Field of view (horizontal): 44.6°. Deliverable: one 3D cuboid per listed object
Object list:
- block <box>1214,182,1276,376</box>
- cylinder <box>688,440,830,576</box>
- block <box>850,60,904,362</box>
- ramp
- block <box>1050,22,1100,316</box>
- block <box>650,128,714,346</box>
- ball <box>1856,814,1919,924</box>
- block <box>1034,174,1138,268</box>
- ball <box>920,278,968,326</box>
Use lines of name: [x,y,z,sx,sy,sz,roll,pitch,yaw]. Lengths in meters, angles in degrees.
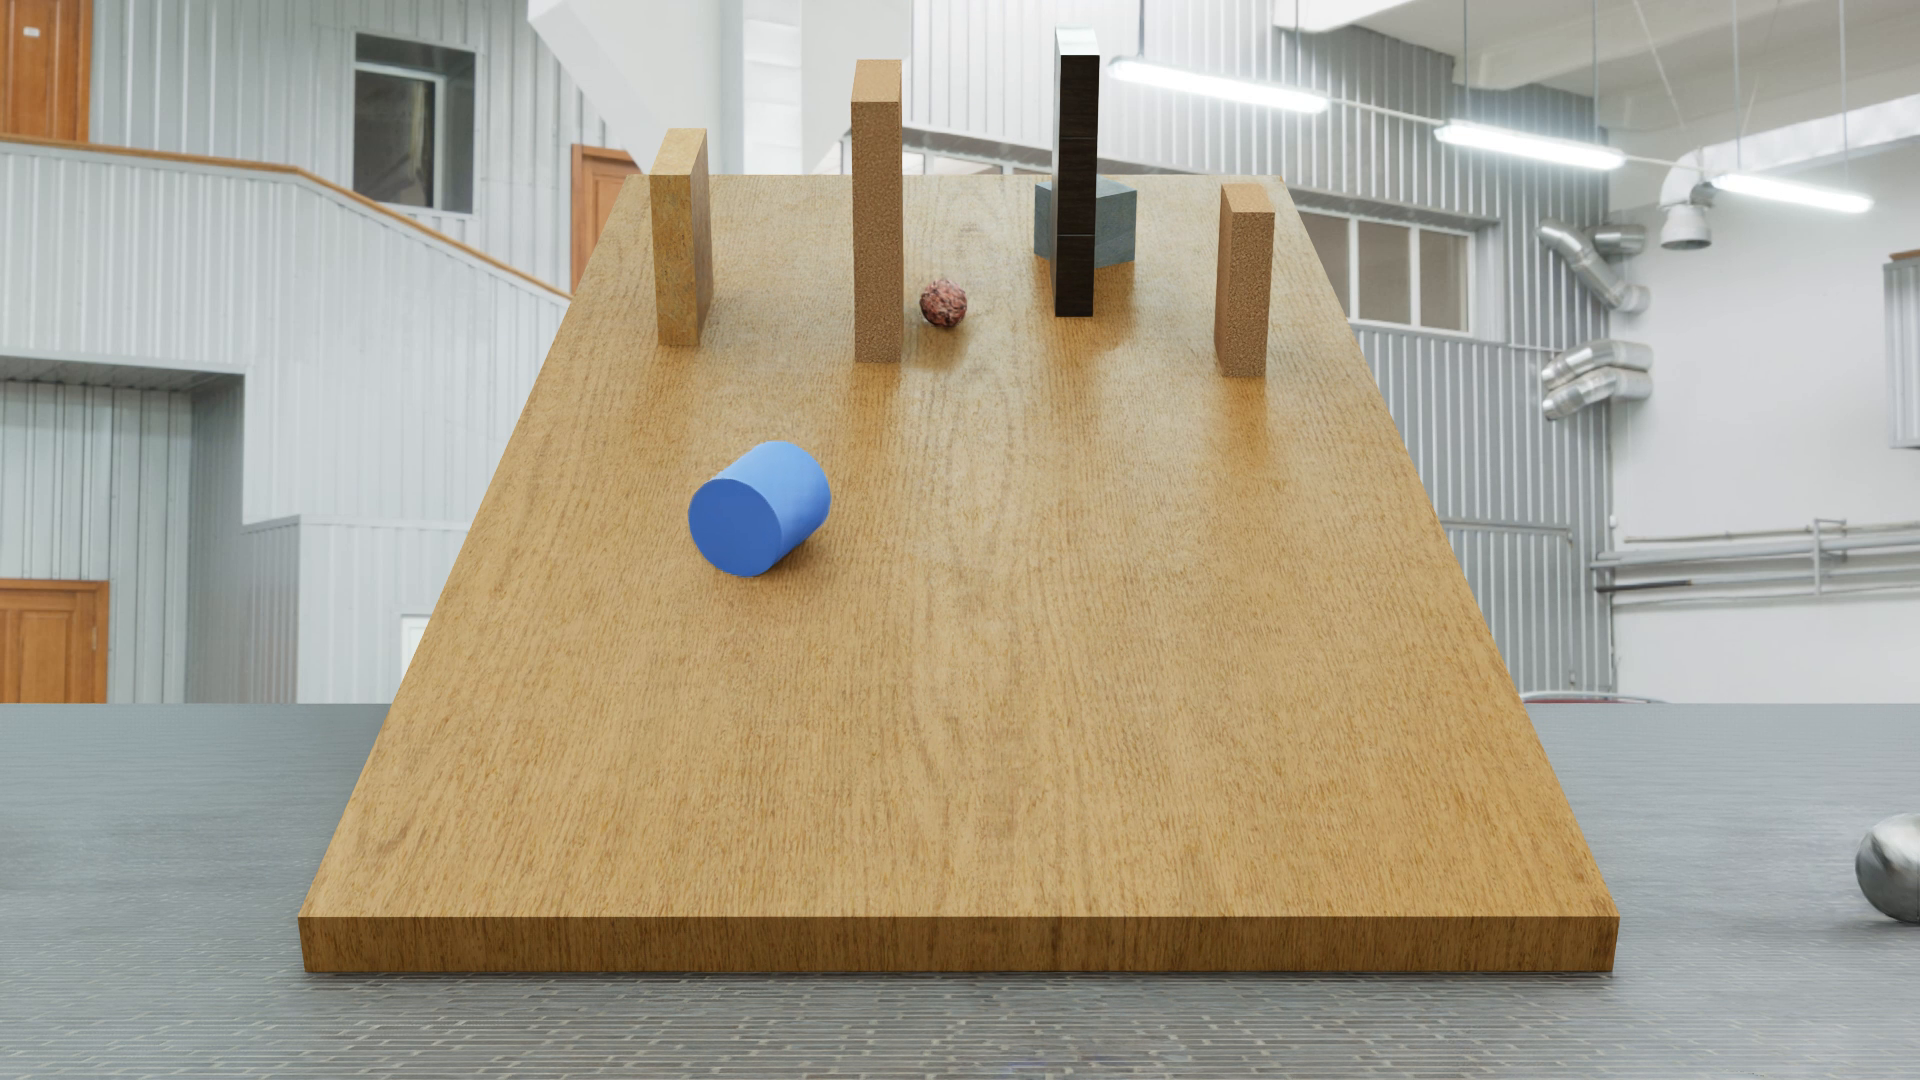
block: [0.682,-0.628,5.632,0.099,0.408,0.245,0,25,0]
cylinder: [-0.397,-0.064,4.649,0.208,0.208,0.208,-2,22,27]
block: [-0.199,-0.810,5.739,0.110,0.644,0.416,0,25,0]
ramp: [-0.009,-0.229,5.373,2.000,0.100,4.000,0,25,0]
block: [0.292,-0.952,6.008,0.096,0.675,0.353,0,25,0]
block: [-0.698,-0.769,5.896,0.098,0.434,0.425,0,25,0]
ball: [1.772,0.610,4.349,0.204,0.204,0.204,0,-4,0]
block: [0.341,-0.868,6.394,0.199,0.199,0.199,-15,29,-30]
ball: [-0.041,-0.598,5.904,0.121,0.121,0.121,0,-4,0]
